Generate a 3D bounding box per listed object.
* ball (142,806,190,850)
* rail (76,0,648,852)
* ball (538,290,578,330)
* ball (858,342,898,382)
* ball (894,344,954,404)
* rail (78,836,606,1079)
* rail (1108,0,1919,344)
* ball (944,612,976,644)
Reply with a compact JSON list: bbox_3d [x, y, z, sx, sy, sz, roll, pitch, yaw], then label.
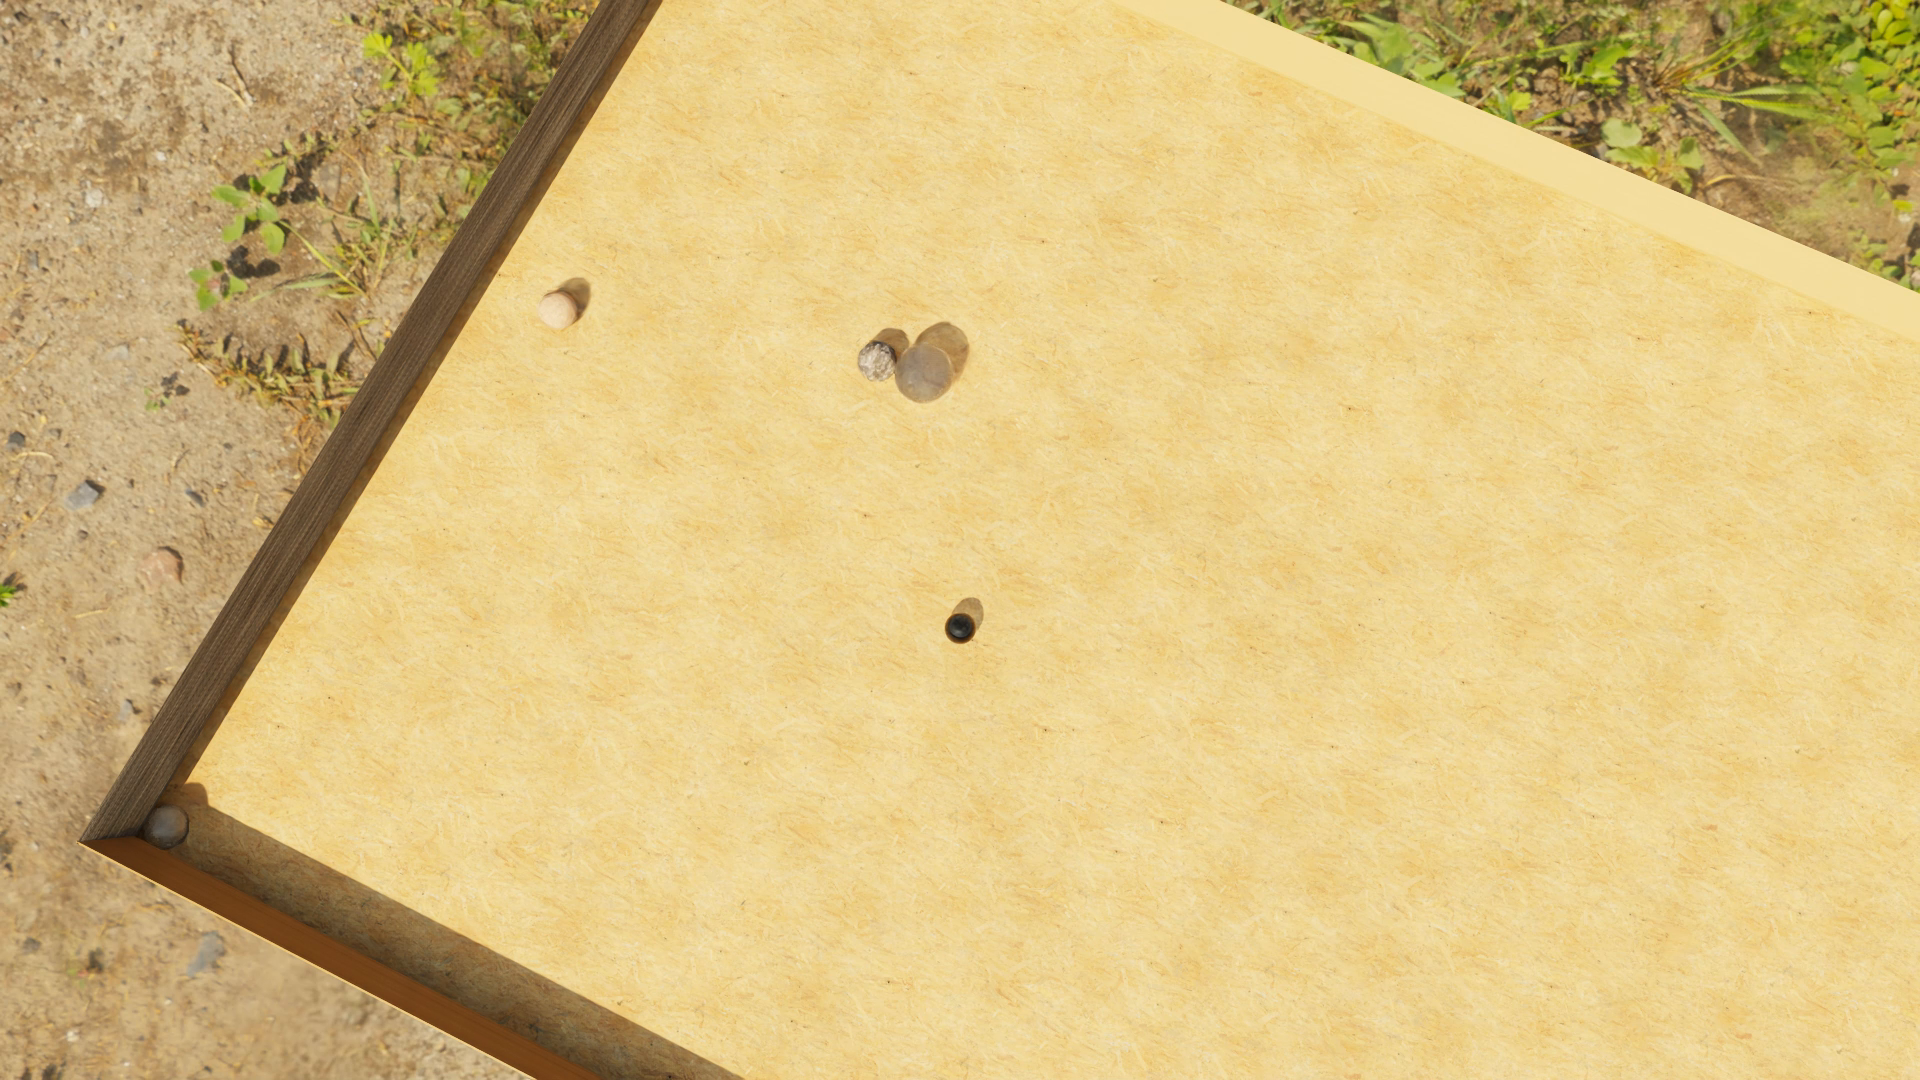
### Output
[{"bbox_3d":[-1.180,0.427,3.269,0.065,0.065,0.065,0,72,0],"label":"ball"},{"bbox_3d":[-0.813,-0.387,3.509,0.045,0.123,2.002,25,73,8],"label":"rail"},{"bbox_3d":[-0.646,-0.369,3.536,0.063,0.063,0.063,0,72,0],"label":"ball"},{"bbox_3d":[-0.131,-0.284,3.507,0.065,0.065,0.065,0,72,0],"label":"ball"},{"bbox_3d":[-0.057,-0.263,3.484,0.095,0.095,0.095,0,72,0],"label":"ball"},{"bbox_3d":[0.404,1.211,2.976,3.716,0.123,0.045,25,73,8],"label":"rail"},{"bbox_3d":[1.264,-0.454,3.532,3.716,0.123,0.045,25,73,8],"label":"rail"},{"bbox_3d":[0.000,0.136,3.375,0.050,0.050,0.050,0,72,0],"label":"ball"}]
